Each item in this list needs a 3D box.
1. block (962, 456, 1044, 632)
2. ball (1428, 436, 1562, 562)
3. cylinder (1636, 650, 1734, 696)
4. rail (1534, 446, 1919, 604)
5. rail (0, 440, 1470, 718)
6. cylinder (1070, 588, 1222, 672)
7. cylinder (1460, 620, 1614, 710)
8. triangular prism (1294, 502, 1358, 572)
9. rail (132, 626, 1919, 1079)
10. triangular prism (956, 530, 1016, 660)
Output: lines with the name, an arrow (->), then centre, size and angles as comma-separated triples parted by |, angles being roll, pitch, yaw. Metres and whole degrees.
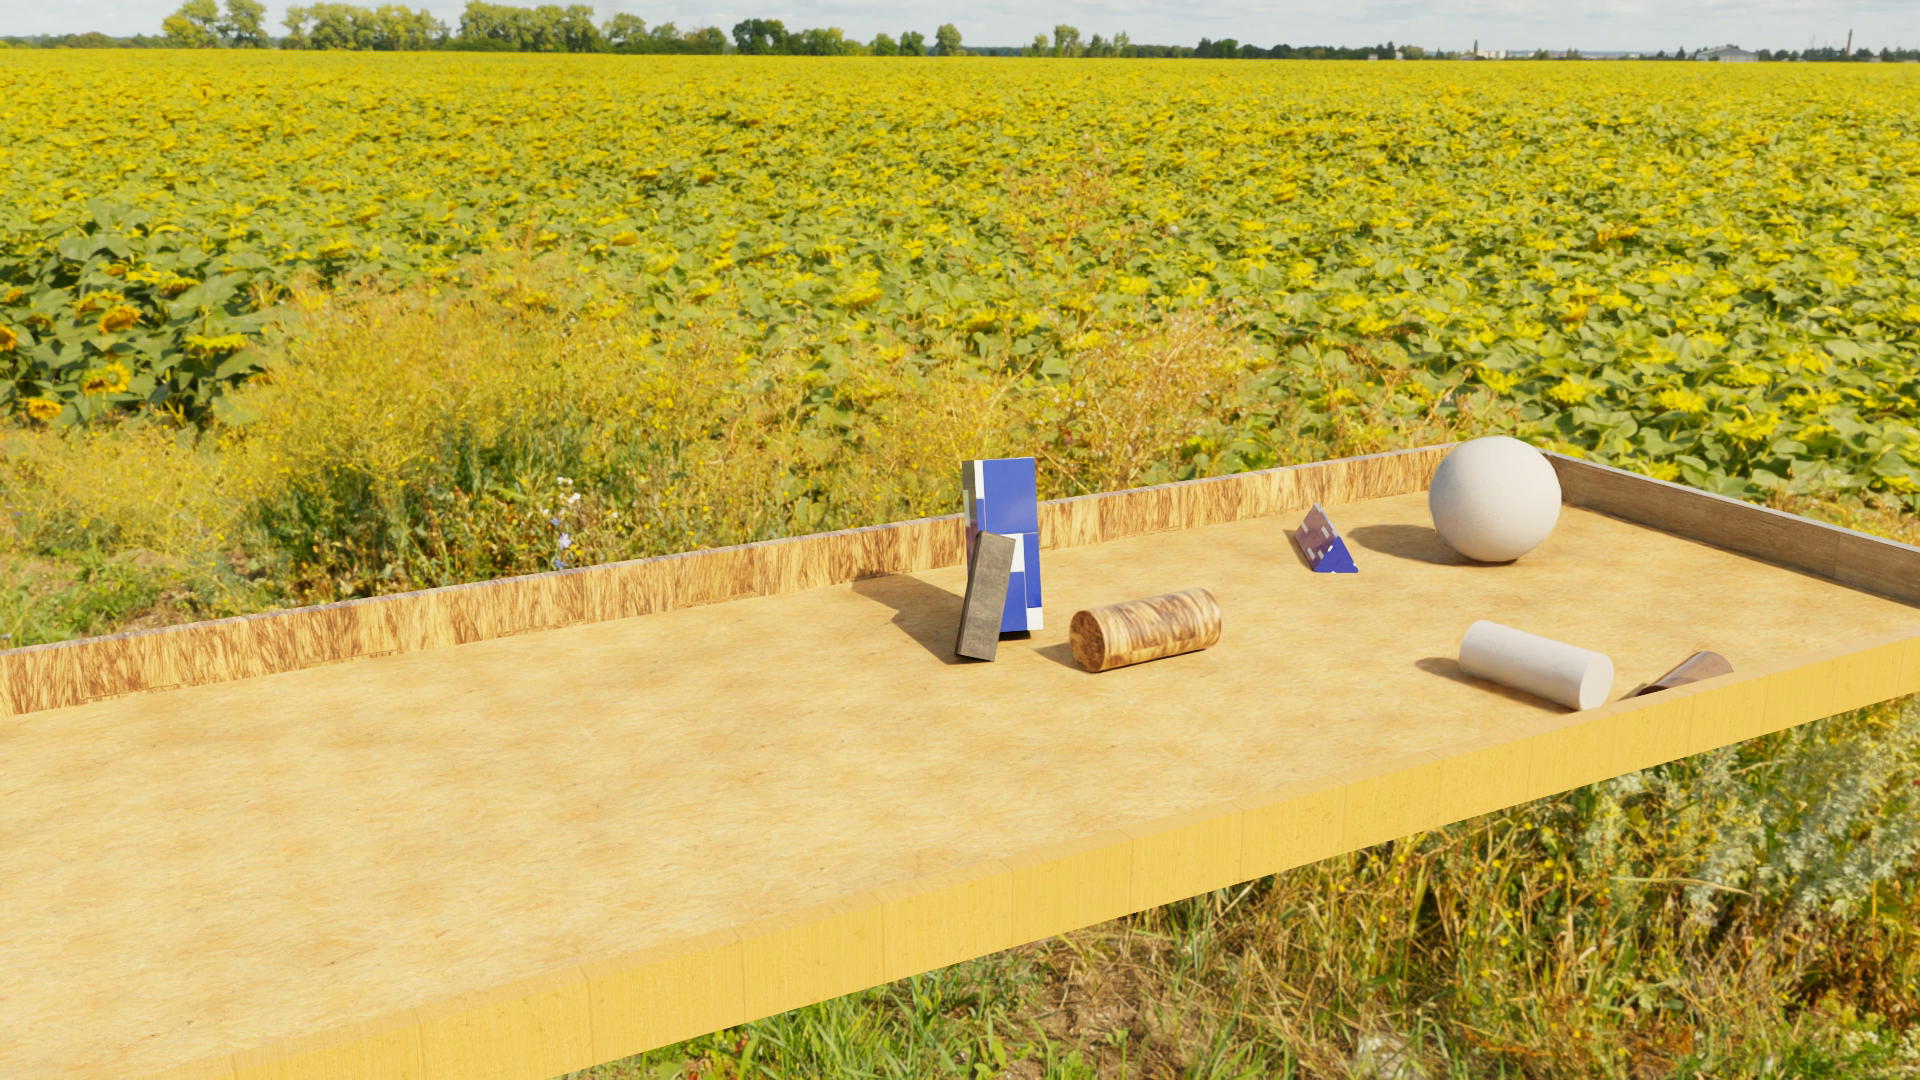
block -> 0.113, 0.010, 4.458 | 0.164, 0.460, 0.164 | -4, 3, -12
ball -> 1.652, -0.127, 5.097 | 0.390, 0.390, 0.390 | 0, 16, 0
cylinder -> 1.715, 0.362, 3.902 | 0.124, 0.124, 0.314 | 15, 22, 41
rail -> 2.466, -0.048, 5.253 | 0.050, 0.150, 2.100 | -9, 18, -27
rail -> -3.305, 0.497, 3.399 | 12.000, 0.150, 0.050 | -9, 18, -27
cylinder -> 0.483, 0.231, 4.283 | 0.371, 0.160, 0.160 | -9, 19, -29
cylinder -> 1.410, 0.308, 4.047 | 0.145, 0.145, 0.332 | -13, 21, -37
triangular prism -> 1.151, -0.013, 5.186 | 0.132, 0.114, 0.395 | 0, 16, 2
rail -> -2.336, 1.006, 1.665 | 12.000, 0.150, 0.050 | -9, 18, -27
triangular prism -> 0.044, 0.143, 4.302 | 0.116, 0.323, 0.100 | 14, -6, -34
